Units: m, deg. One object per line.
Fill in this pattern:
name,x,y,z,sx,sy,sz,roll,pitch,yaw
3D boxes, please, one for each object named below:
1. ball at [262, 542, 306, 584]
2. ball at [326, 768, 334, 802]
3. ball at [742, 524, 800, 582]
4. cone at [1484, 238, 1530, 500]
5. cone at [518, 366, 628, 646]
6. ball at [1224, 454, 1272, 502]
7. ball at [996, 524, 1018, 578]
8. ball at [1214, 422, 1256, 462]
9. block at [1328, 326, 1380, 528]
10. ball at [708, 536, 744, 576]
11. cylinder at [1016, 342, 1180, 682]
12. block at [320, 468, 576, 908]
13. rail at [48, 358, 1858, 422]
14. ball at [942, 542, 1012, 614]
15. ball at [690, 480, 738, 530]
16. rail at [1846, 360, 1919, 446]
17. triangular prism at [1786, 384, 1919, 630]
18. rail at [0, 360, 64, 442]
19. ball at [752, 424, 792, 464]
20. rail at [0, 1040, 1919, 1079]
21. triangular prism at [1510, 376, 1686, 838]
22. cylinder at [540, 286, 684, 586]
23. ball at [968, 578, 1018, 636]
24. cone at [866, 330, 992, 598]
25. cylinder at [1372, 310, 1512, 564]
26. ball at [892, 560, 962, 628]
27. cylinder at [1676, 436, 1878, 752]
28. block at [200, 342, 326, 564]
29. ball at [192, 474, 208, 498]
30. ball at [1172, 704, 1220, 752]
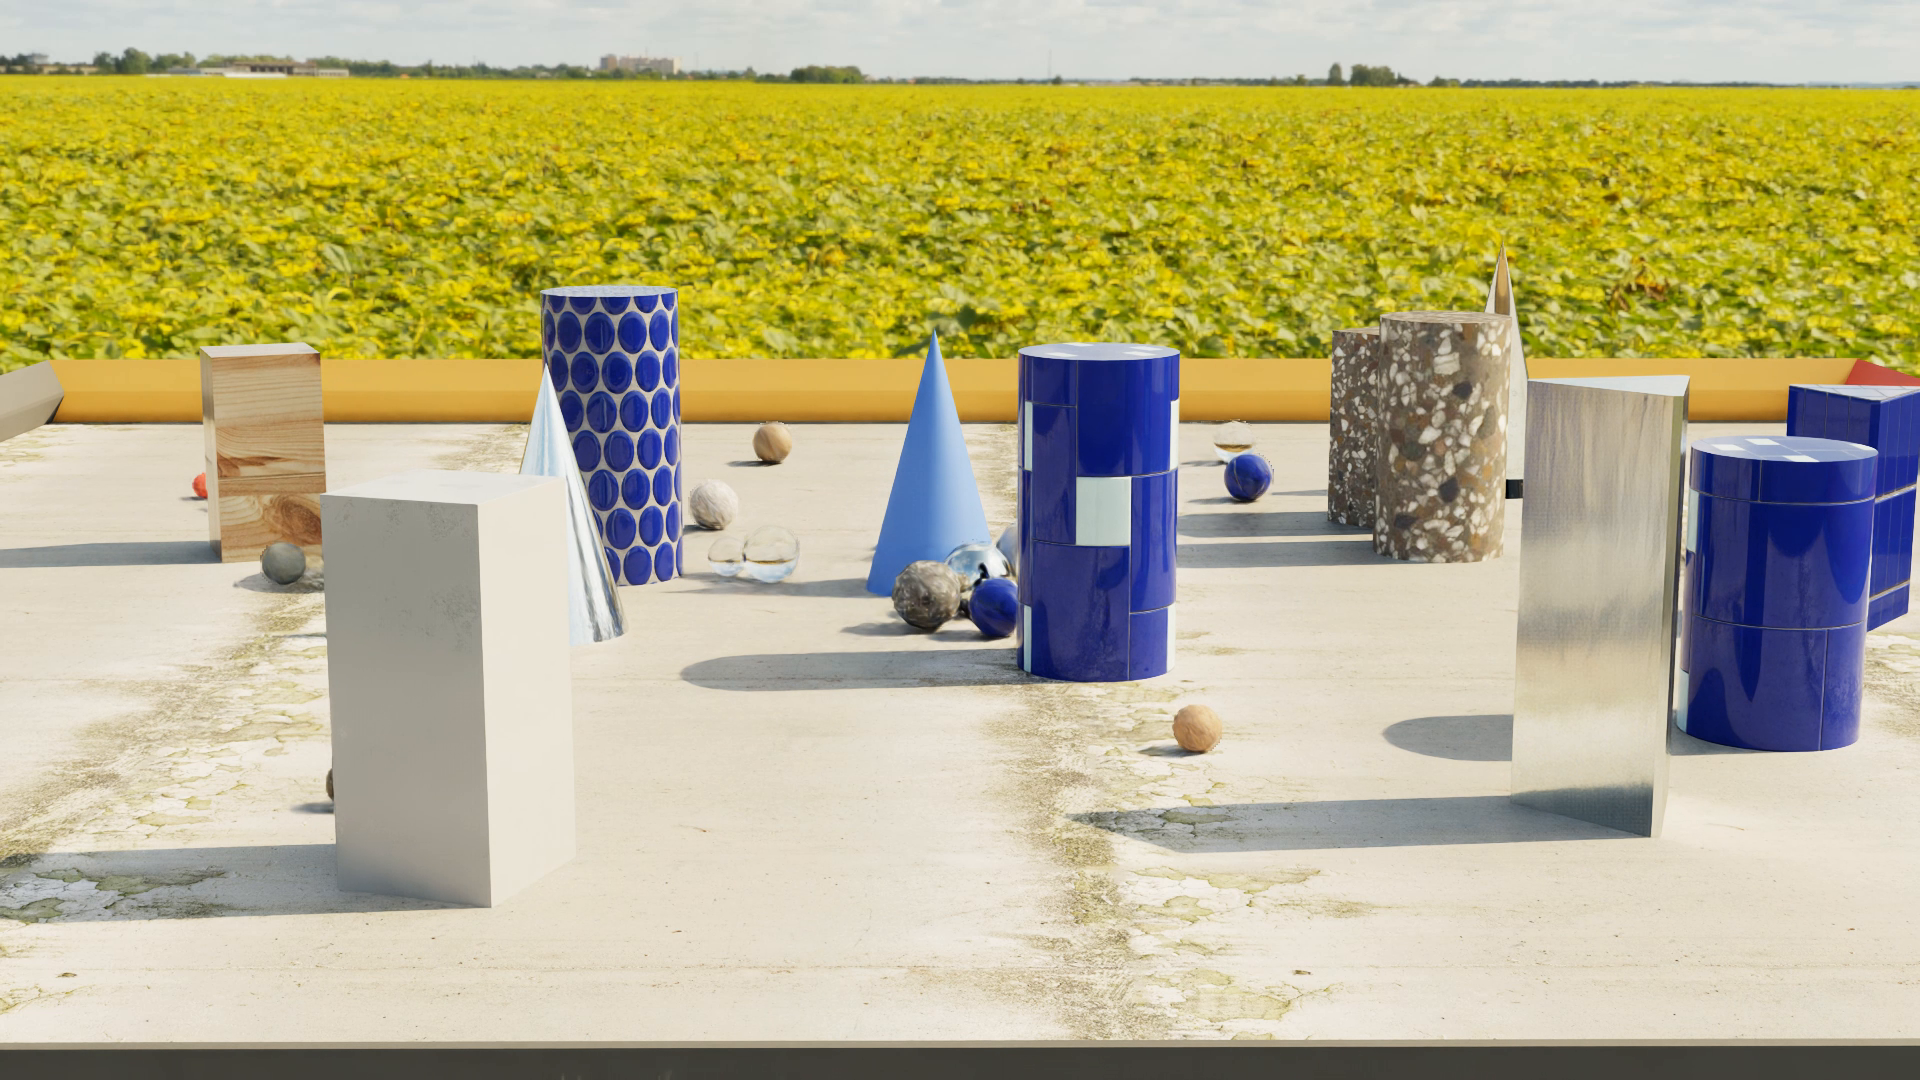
ball,-0.958,0.033,3.633,0.061,0.061,0.061,0,11,0
ball,-0.604,0.241,2.542,0.049,0.049,0.049,0,11,0
ball,-0.269,0.019,3.646,0.082,0.082,0.082,0,11,0
cone,0.924,-0.300,4.406,0.195,0.433,0.195,0,11,0
cone,-0.529,-0.054,3.311,0.195,0.350,0.195,0,11,0
ball,0.485,-0.106,4.326,0.081,0.081,0.081,0,11,0
ball,0.090,0.015,3.623,0.078,0.078,0.078,0,11,0
ball,0.507,-0.180,4.737,0.077,0.077,0.077,0,11,0
block,0.703,-0.181,4.108,0.156,0.308,0.156,-9,14,-40
ball,-0.333,0.023,3.690,0.059,0.059,0.059,0,11,0
cylinder,0.167,-0.037,3.121,0.195,0.386,0.195,0,11,0
block,-0.457,0.128,2.308,0.156,0.358,0.156,4,11,19
rail,-0.011,-0.305,5.270,3.728,0.126,0.045,0,11,0
ball,0.021,0.051,3.437,0.097,0.097,0.097,0,11,0
ball,-0.390,-0.055,4.064,0.077,0.077,0.077,0,11,0
rail,1.840,0.031,3.459,0.045,0.126,3.751,0,11,0
triangular prism,1.164,-0.049,3.406,0.146,0.305,0.169,8,13,38
rail,-1.840,0.034,3.439,0.045,0.126,3.751,0,11,0
ball,-0.346,-0.178,4.735,0.074,0.074,0.074,0,11,0
rail,0.011,0.370,1.628,3.728,0.126,0.045,0,11,0
triangular prism,0.661,0.055,2.517,0.146,0.424,0.169,-9,14,-41
cylinder,-0.498,-0.153,3.678,0.195,0.409,0.195,0,11,0
ball,0.049,0.086,3.304,0.077,0.077,0.077,0,11,0
cone,-0.036,-0.114,3.591,0.195,0.365,0.195,0,11,0
cylinder,0.724,-0.158,3.855,0.195,0.355,0.195,0,11,0
ball,-0.044,0.071,3.347,0.090,0.090,0.090,0,11,0
cylinder,0.895,0.055,2.817,0.195,0.315,0.195,0,11,0
block,-1.047,-0.134,3.861,0.156,0.306,0.156,-4,11,-22
ball,-1.280,-0.092,4.354,0.043,0.043,0.043,0,11,0
ball,0.254,0.201,2.751,0.052,0.052,0.052,0,11,0
